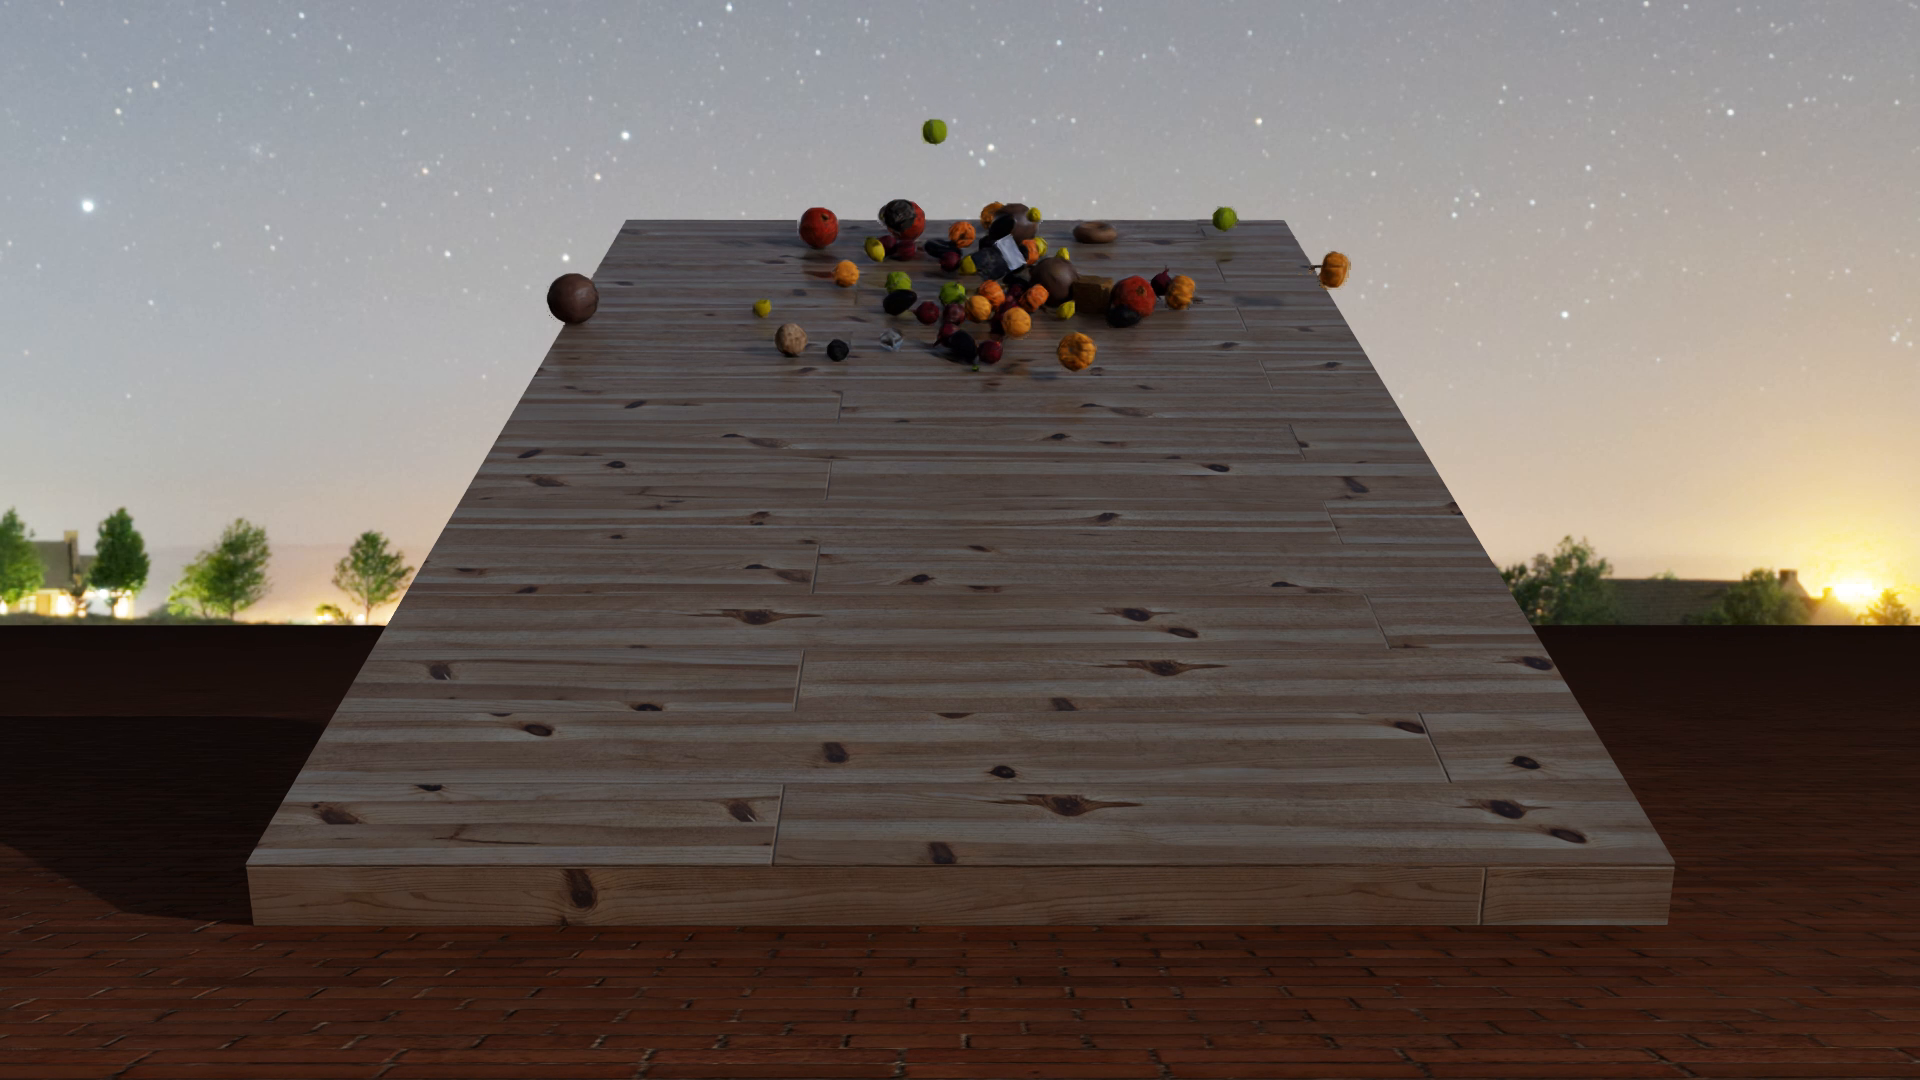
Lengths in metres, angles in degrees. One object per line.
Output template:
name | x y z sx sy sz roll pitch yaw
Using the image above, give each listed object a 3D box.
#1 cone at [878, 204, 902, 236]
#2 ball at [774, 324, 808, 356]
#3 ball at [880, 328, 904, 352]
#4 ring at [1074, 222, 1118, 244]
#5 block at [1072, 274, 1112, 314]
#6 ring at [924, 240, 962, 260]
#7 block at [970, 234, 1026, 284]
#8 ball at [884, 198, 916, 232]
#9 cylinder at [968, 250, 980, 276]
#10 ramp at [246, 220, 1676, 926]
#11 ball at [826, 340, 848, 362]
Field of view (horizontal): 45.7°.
cone | -0.181 -0.902 6.519 0.089 0.089 0.089 -12 -30 -7
ball | -0.411 -0.487 5.539 0.079 0.079 0.079 0 -2 0
ball | -0.167 -0.490 5.581 0.056 0.056 0.056 0 -2 0
ring | 0.396 -0.900 6.676 0.131 0.044 0.131 1 21 -1
block | 0.344 -0.639 5.942 0.080 0.080 0.080 9 23 23
ring | -0.049 -0.822 6.456 0.115 0.038 0.115 14 18 -5
block | 0.101 -0.743 6.035 0.089 0.089 0.089 -24 8 35
ball | -0.166 -0.896 6.288 0.089 0.089 0.089 0 -2 0
cylinder | 0.048 -0.763 6.280 0.051 0.051 0.051 4 -44 4
ramp | -0.006 -0.214 5.076 2.000 0.100 4.000 0 21 0
ball | -0.296 -0.457 5.499 0.052 0.052 0.052 0 -2 0
